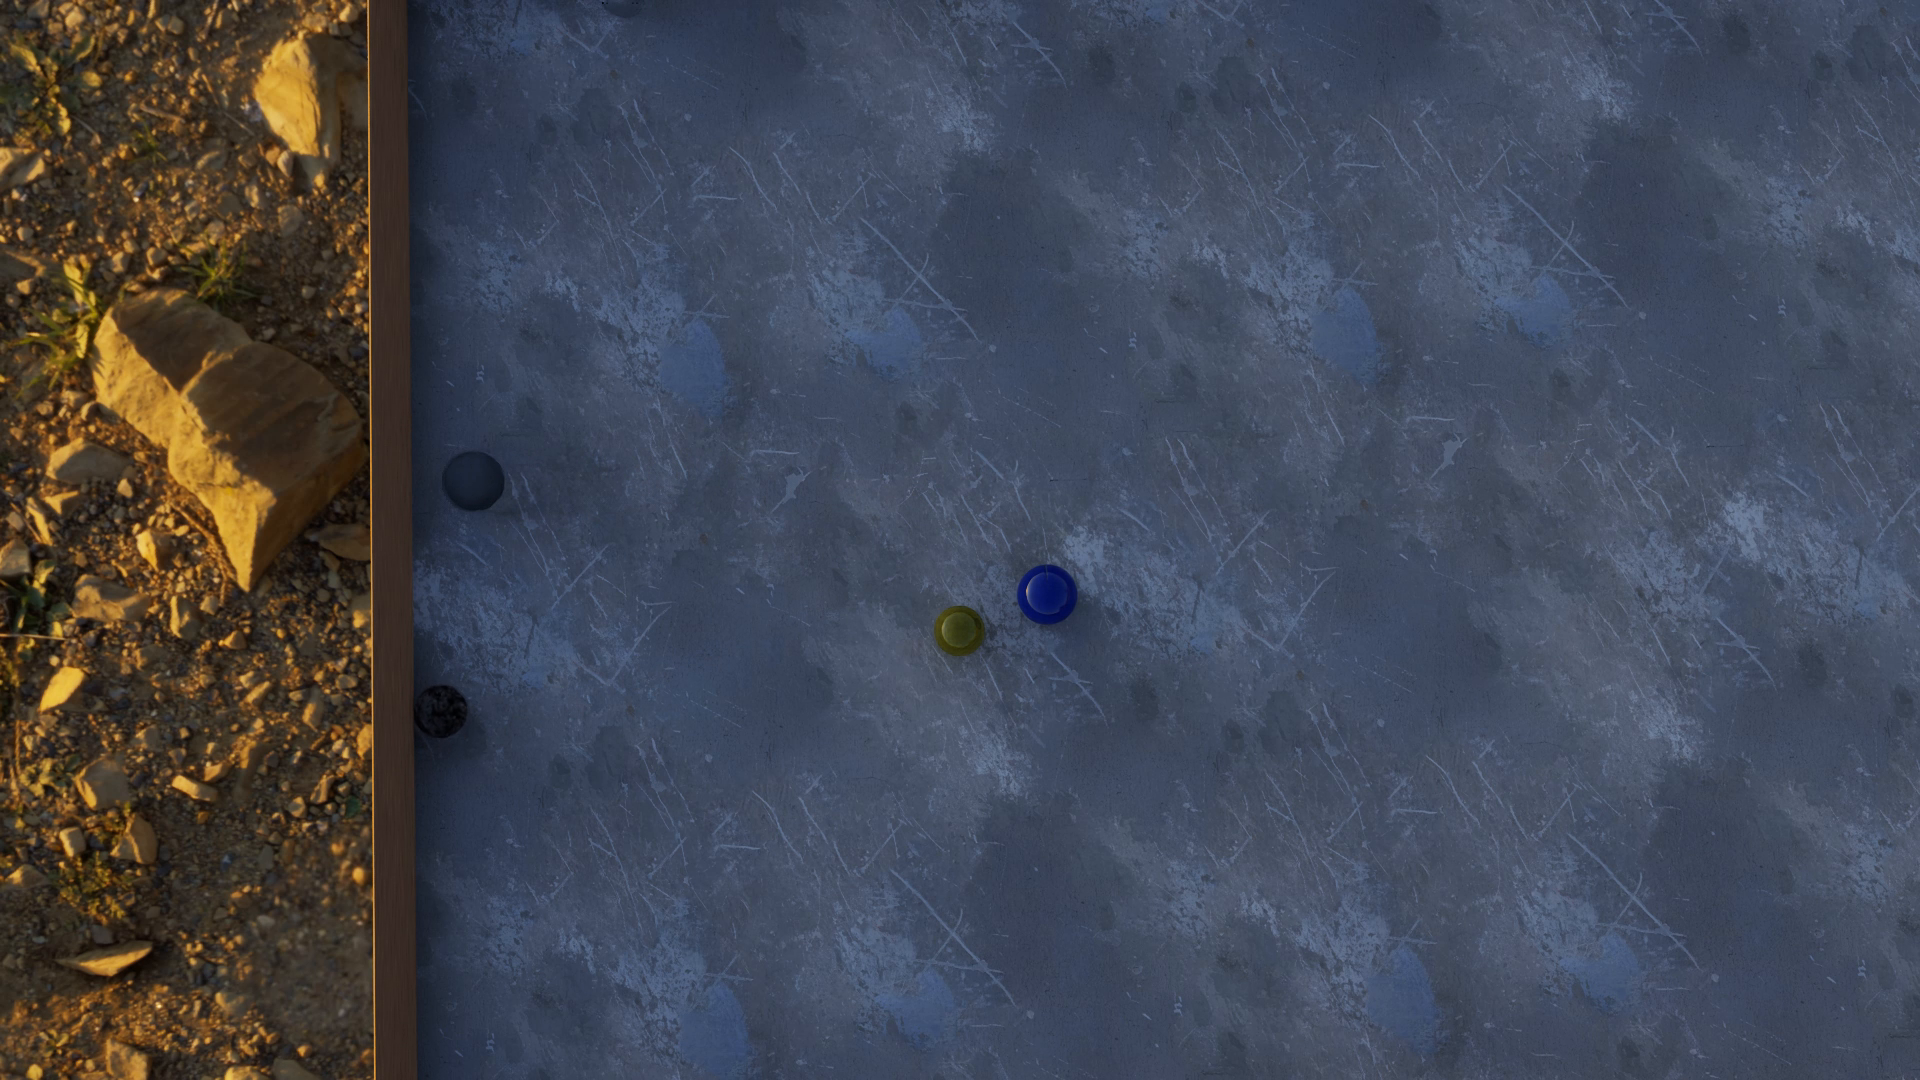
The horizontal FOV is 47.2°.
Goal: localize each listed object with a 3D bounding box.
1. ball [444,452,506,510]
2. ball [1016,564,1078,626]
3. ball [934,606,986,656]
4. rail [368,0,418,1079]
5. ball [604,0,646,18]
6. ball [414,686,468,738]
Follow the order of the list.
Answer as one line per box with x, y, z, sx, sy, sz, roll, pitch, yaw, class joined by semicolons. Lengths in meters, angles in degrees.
-0.726;-0.088;3.289;0.089;0.089;0.089;0;80;0;ball
0.129;0.081;3.258;0.091;0.091;0.091;0;80;0;ball
-0.001;0.135;3.256;0.076;0.076;0.076;0;80;0;ball
-0.832;0.040;3.251;0.045;0.118;1.922;-3;80;-1;rail
-0.524;-0.850;3.434;0.066;0.066;0.066;0;80;0;ball
-0.764;0.253;3.235;0.077;0.077;0.077;0;80;0;ball
